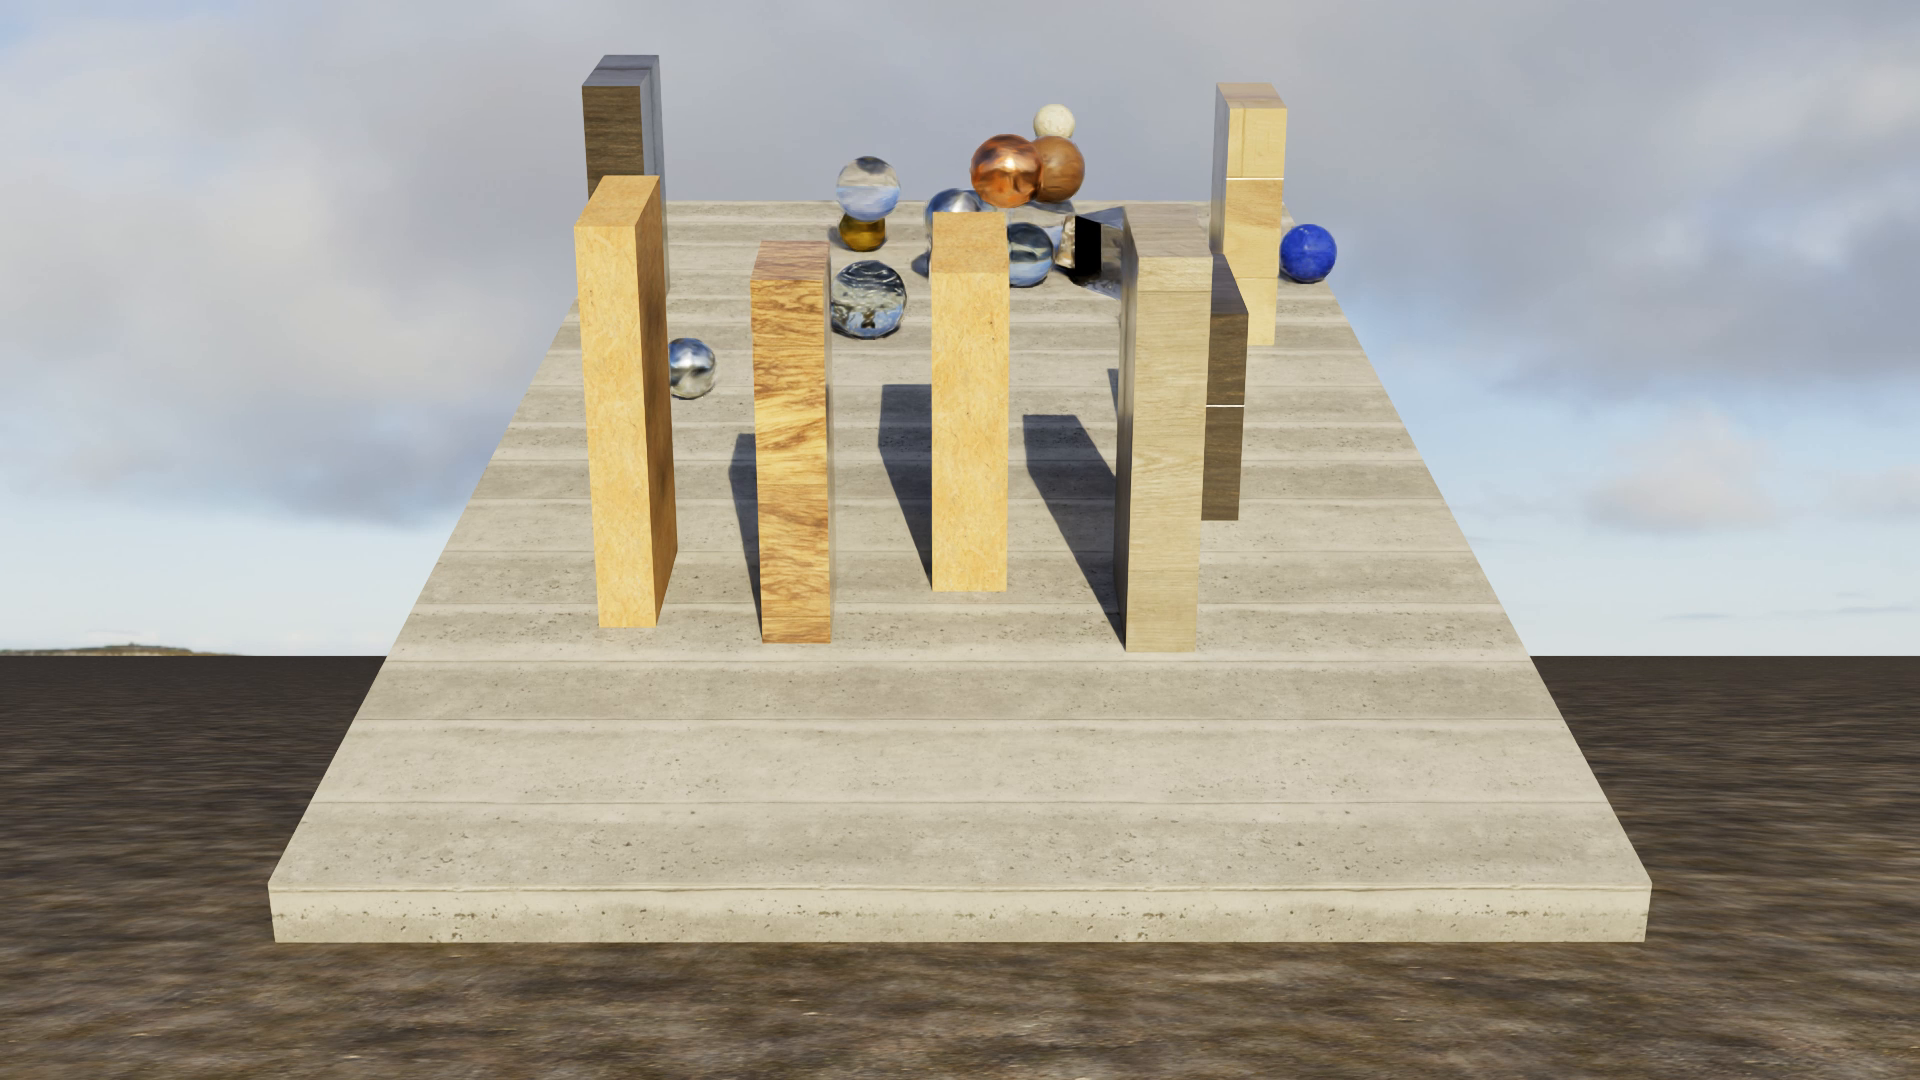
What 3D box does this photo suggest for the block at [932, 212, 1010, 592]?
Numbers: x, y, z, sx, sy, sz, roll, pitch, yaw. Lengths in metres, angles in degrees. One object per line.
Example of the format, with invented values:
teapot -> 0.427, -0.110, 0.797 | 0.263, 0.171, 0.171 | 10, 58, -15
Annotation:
block -> 0.017, -0.270, 4.375 | 0.138, 0.613, 0.429 | 0, 22, 0

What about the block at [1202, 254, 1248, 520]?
block -> 0.500, -0.320, 4.735 | 0.115, 0.433, 0.427 | 0, 22, 0

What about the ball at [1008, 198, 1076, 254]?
ball -> 0.229, -0.890, 6.424 | 0.194, 0.194, 0.194 | 0, -3, 0

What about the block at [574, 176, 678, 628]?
block -> -0.597, -0.253, 4.168 | 0.102, 0.739, 0.360 | 0, 22, 0

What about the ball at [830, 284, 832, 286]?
ball -> -0.380, -0.603, 5.795 | 0.140, 0.140, 0.140 | 0, -3, 0

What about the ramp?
ramp -> -0.007, -0.223, 5.195 | 2.000, 0.100, 4.000 | 0, 22, 0

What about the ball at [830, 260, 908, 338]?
ball -> -0.228, -0.598, 5.717 | 0.193, 0.193, 0.193 | 0, -3, 0

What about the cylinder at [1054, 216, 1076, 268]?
cylinder -> 0.335, -0.803, 6.252 | 0.130, 0.130, 0.130 | 13, 12, -3

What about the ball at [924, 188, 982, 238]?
ball -> -0.017, -0.842, 6.024 | 0.153, 0.153, 0.153 | 0, -3, 0

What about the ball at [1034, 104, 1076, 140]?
ball -> 0.266, -1.176, 6.525 | 0.119, 0.119, 0.119 | 0, -3, 0

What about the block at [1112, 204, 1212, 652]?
block -> 0.352, -0.200, 4.074 | 0.122, 0.715, 0.349 | 0, 22, 0

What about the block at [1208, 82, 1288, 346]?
block -> 0.708, -0.812, 5.721 | 0.136, 0.587, 0.308 | 0, 22, 0

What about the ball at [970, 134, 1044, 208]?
ball -> 0.112, -0.880, 5.499 | 0.177, 0.177, 0.177 | 0, -3, 0

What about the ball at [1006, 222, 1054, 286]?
ball -> 0.167, -0.762, 6.142 | 0.171, 0.171, 0.171 | 0, -3, 0

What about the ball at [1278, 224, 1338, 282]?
ball -> 0.934, -0.771, 6.186 | 0.157, 0.157, 0.157 | 0, -3, 0

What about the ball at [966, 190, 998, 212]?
ball -> 0.022, -0.881, 6.354 | 0.172, 0.172, 0.172 | 0, -3, 0

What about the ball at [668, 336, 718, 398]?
ball -> -0.627, -0.396, 5.296 | 0.140, 0.140, 0.140 | 0, -3, 0

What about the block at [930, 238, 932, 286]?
block -> 0.006, -0.786, 6.213 | 0.162, 0.162, 0.162 | 2, 23, 5

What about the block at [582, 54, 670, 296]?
block -> -0.841, -0.882, 5.842 | 0.140, 0.619, 0.399 | 0, 22, 0

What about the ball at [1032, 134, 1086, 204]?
ball -> 0.241, -0.977, 6.073 | 0.181, 0.181, 0.181 | 0, -3, 0

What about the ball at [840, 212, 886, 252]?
ball -> -0.273, -0.875, 6.466 | 0.131, 0.131, 0.131 | 0, -3, 0

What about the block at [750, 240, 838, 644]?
block -> -0.289, -0.172, 4.068 | 0.120, 0.666, 0.248 | 0, 22, 0

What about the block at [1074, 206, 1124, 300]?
block -> 0.438, -0.767, 6.132 | 0.189, 0.189, 0.189 | -17, 28, -35

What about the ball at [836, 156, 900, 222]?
ball -> -0.253, -0.965, 6.338 | 0.181, 0.181, 0.181 | 0, -3, 0
